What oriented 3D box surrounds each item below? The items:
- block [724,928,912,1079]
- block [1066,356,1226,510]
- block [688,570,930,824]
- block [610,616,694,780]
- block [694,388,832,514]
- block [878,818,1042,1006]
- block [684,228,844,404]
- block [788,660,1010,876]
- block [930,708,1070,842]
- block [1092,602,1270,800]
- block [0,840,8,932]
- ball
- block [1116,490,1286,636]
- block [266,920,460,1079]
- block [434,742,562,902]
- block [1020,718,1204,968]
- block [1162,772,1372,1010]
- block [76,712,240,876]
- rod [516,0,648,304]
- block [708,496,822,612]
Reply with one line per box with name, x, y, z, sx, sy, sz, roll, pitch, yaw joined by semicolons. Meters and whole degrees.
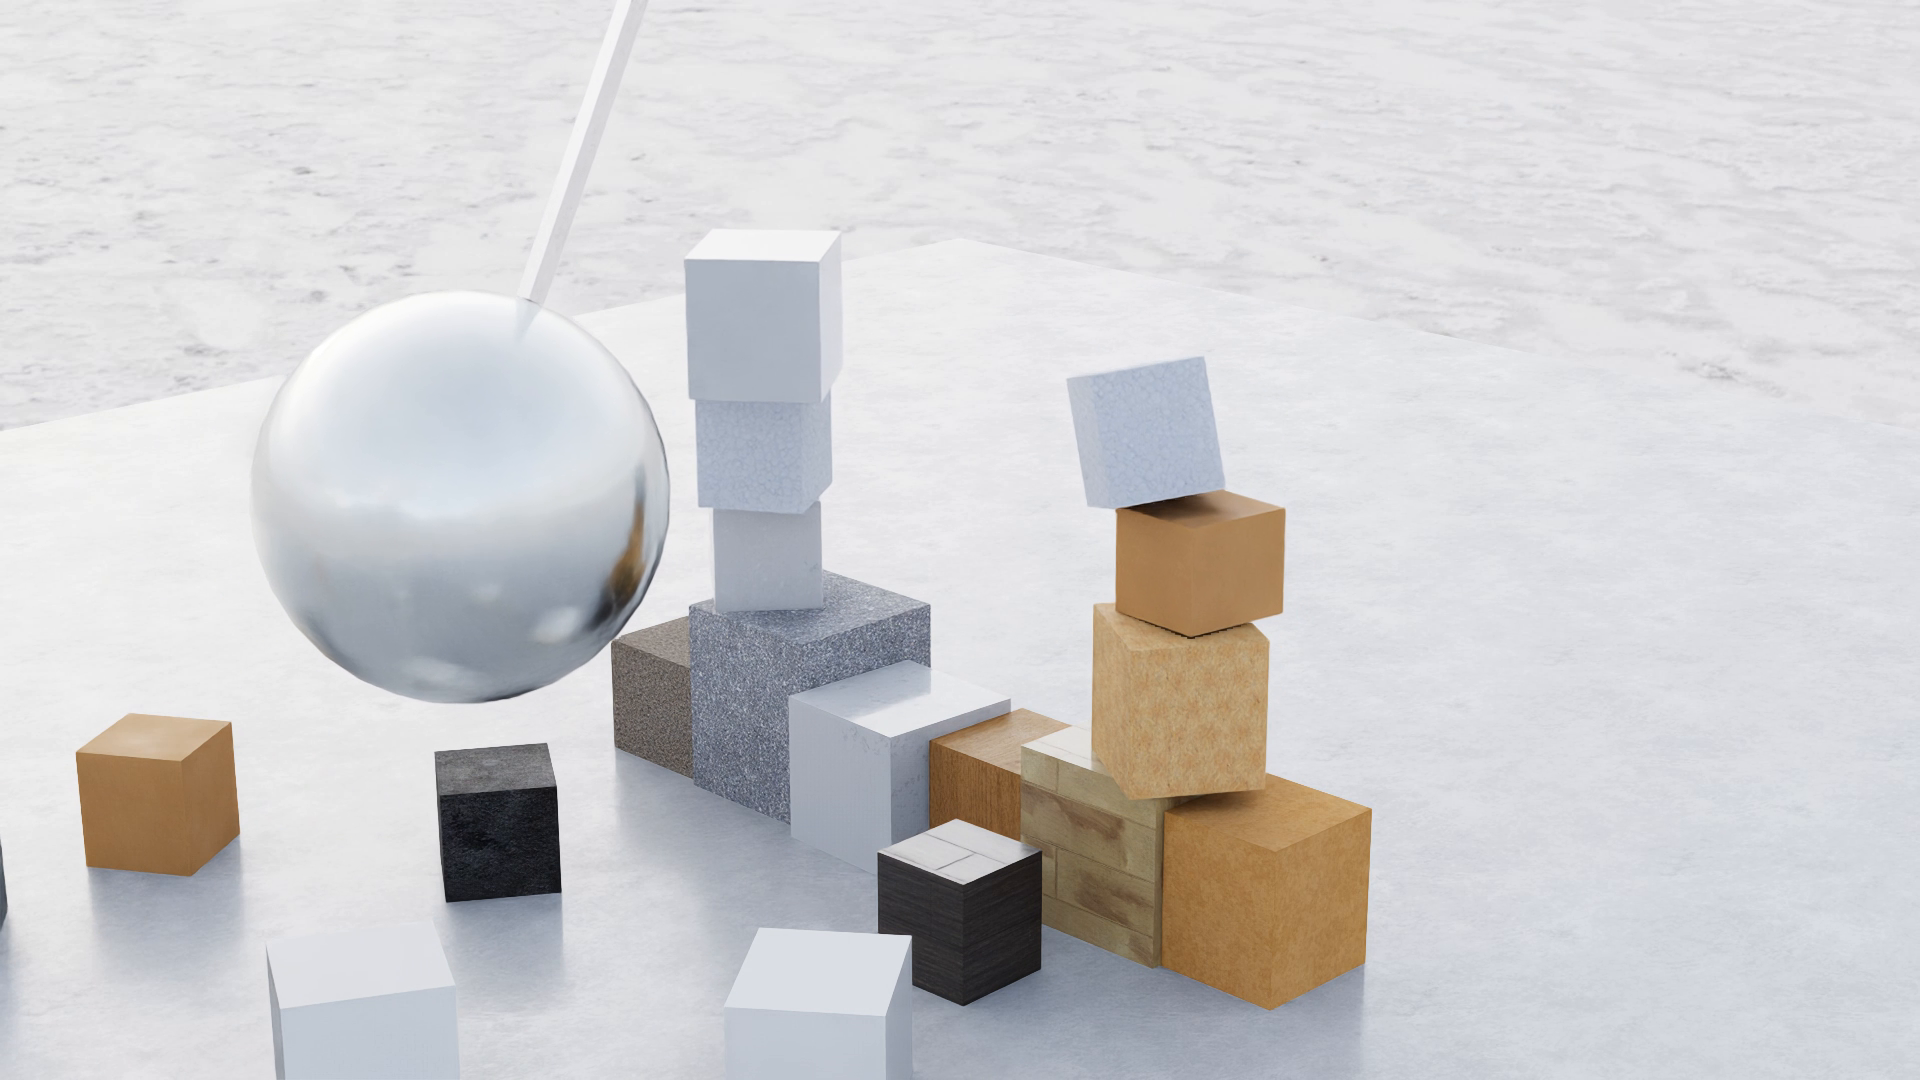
block;-0.533;1.919;11.267;0.607;0.583;0.696;2;18;7
block;0.780;-0.451;12.349;0.495;0.559;0.457;-10;3;-10
block;-0.729;0.761;14.358;0.842;0.939;0.818;-17;24;-42
block;-1.275;0.773;14.907;0.715;0.586;0.674;-17;24;-42
block;-0.933;-0.489;14.025;0.514;0.568;0.545;4;17;12
block;-0.001;1.572;12.426;0.496;0.550;0.486;16;23;41
block;-0.912;-1.061;13.787;0.622;0.666;0.707;2;17;6
block;-0.281;1.069;13.760;0.746;0.708;0.720;-15;23;-40
block;0.291;1.219;13.397;0.601;0.640;0.619;-16;24;-42
block;0.927;0.659;12.453;0.593;0.659;0.620;-4;18;-12
block;-4.468;1.470;12.707;0.533;0.576;0.563;-3;18;-9
ball;-1.914;-0.167;11.283;1.600;1.600;1.600;0;17;0
block;1.014;0.083;12.394;0.525;0.463;0.480;-12;20;-36
block;-2.312;1.897;11.359;0.649;0.570;0.616;-5;18;-17
block;-2.113;1.285;13.391;0.519;0.519;0.545;-4;18;-12
block;0.799;1.287;12.903;0.781;0.808;0.723;17;24;42
block;1.299;1.477;12.454;0.642;0.714;0.600;-17;24;-42
block;-3.725;1.180;13.644;0.523;0.568;0.513;4;18;12
rod;-0.830;-3.387;11.408;0.080;5.200;0.080;17;-3;42
block;-0.954;0.000;14.318;0.517;0.536;0.560;-2;17;-7
